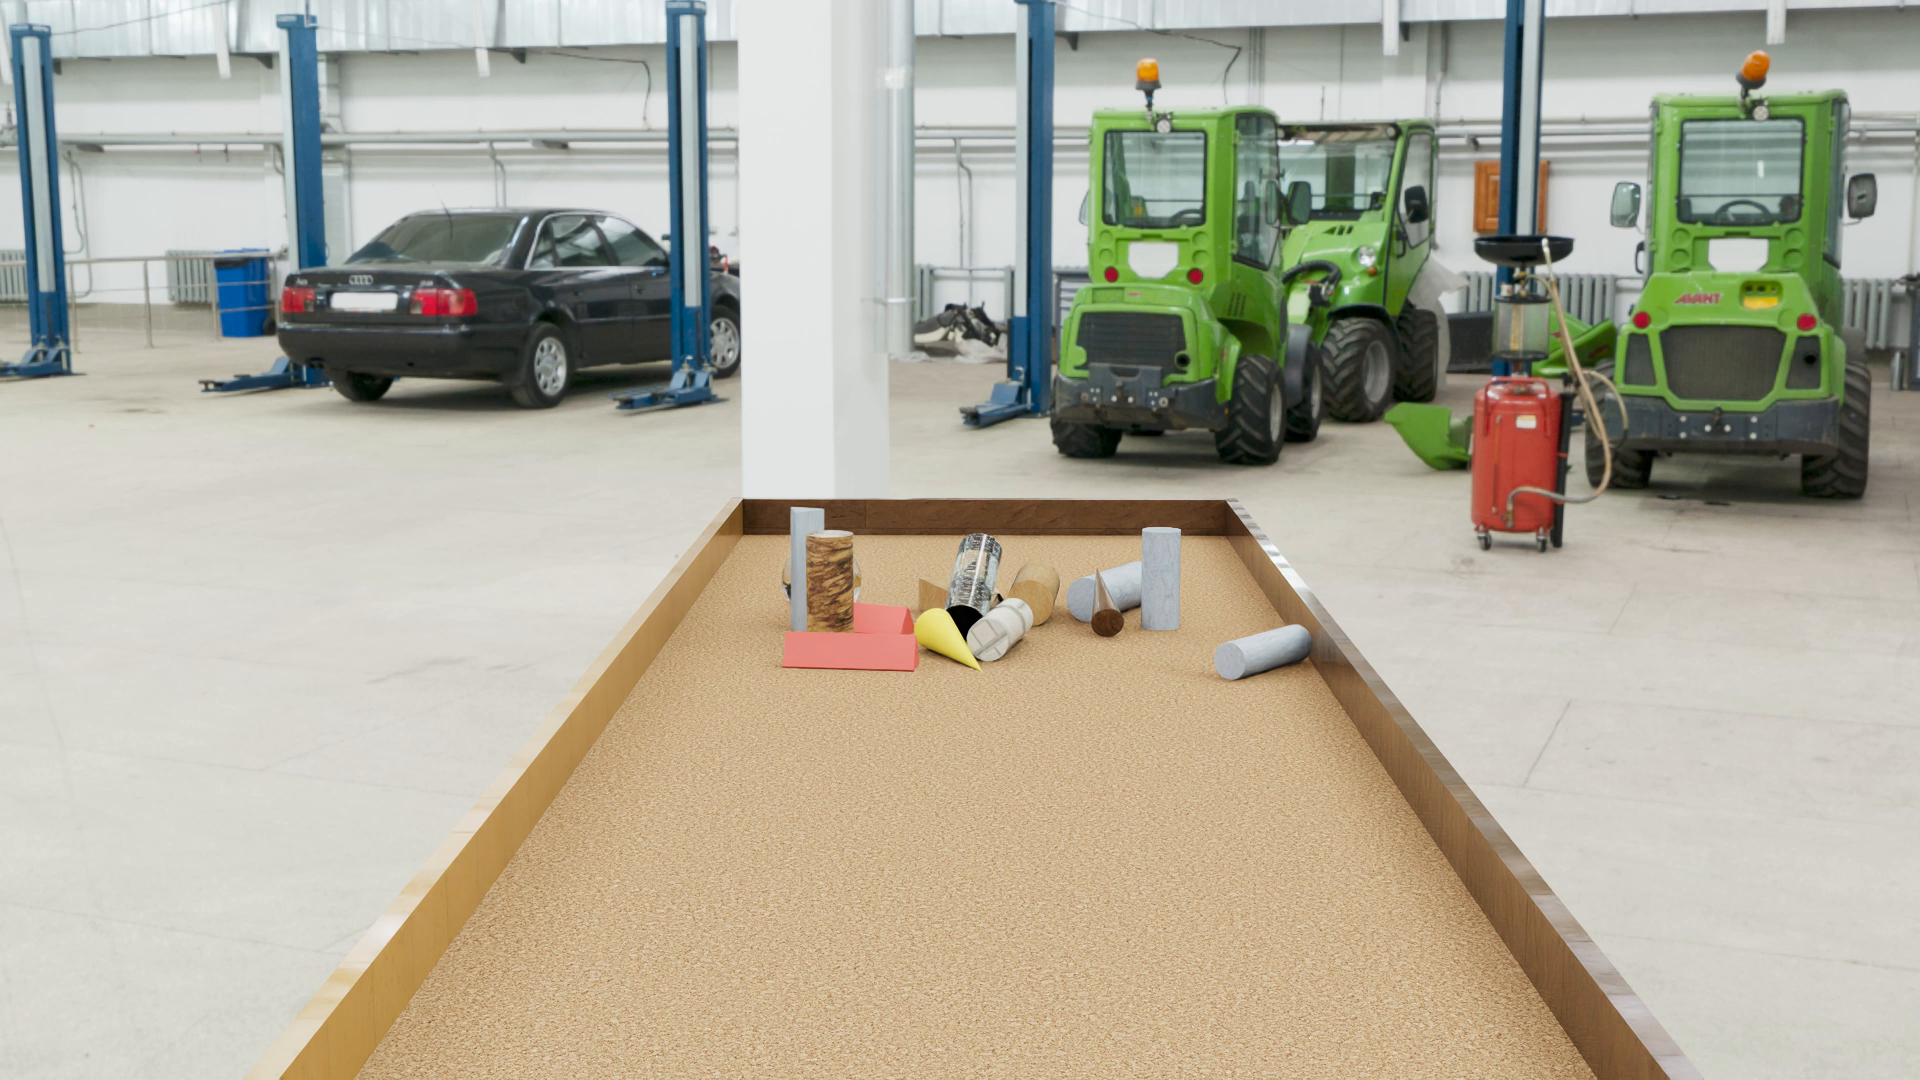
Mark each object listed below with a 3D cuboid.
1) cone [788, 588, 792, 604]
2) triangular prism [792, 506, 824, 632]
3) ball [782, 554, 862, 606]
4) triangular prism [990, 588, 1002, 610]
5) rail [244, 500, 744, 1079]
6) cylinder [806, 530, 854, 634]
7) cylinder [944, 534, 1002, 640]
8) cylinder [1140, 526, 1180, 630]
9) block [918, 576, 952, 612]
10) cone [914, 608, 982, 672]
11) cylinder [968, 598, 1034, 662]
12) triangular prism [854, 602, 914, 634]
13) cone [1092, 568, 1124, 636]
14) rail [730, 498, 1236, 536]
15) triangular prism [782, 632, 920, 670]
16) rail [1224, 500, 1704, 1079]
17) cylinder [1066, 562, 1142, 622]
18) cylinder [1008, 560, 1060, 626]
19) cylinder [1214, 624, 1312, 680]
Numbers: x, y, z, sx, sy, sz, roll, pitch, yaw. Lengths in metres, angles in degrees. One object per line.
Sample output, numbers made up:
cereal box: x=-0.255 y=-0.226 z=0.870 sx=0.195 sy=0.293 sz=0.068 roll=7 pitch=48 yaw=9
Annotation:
cone: x=-0.558 y=0.185 z=7.659 sx=0.114 sy=0.114 sz=0.421 roll=-2 pitch=1 yaw=-9
triangular prism: x=-0.520 y=0.092 z=7.168 sx=0.115 sy=0.392 sz=0.099 roll=-8 pitch=13 yaw=-41
ball: x=-0.462 y=0.132 z=7.327 sx=0.266 sy=0.266 sz=0.266 roll=0 pitch=9 yaw=0
triangular prism: x=0.105 y=0.190 z=7.517 sx=0.101 sy=0.087 sz=0.377 roll=-1 pitch=9 yaw=-7
rail: x=-1.004 y=0.839 z=3.234 sx=0.050 sy=0.150 sz=12.000 roll=0 pitch=9 yaw=1
cylinder: x=-0.409 y=0.153 z=6.924 sx=0.150 sy=0.350 sz=0.150 roll=0 pitch=9 yaw=0
cylinder: x=0.039 y=0.149 z=7.101 sx=0.143 sy=0.143 sz=0.382 roll=2 pitch=37 yaw=10
cylinder: x=0.657 y=0.126 z=7.191 sx=0.126 sy=0.321 sz=0.126 roll=0 pitch=9 yaw=0
block: x=-0.023 y=0.206 z=7.360 sx=0.109 sy=0.109 sz=0.370 roll=-3 pitch=10 yaw=-21
cone: x=-0.008 y=0.333 z=6.696 sx=0.132 sy=0.132 sz=0.373 roll=-4 pitch=20 yaw=-24
cylinder: x=0.127 y=0.277 z=6.850 sx=0.129 sy=0.129 sz=0.365 roll=2 pitch=9 yaw=14
triangular prism: x=-0.302 y=0.249 z=7.138 sx=0.303 sy=0.089 sz=0.103 roll=5 pitch=10 yaw=27
cone: x=0.463 y=0.177 z=7.170 sx=0.106 sy=0.106 sz=0.343 roll=0 pitch=31 yaw=-3
rail: x=0.099 y=-0.098 z=9.147 sx=2.100 sy=0.150 sz=0.050 roll=0 pitch=9 yaw=1
triangular prism: x=-0.327 y=0.328 z=6.610 sx=0.397 sy=0.098 sz=0.113 roll=1 pitch=9 yaw=7
rail: x=1.046 y=0.843 z=3.208 sx=0.050 sy=0.150 sz=12.000 roll=0 pitch=9 yaw=1
cylinder: x=0.517 y=0.173 z=7.444 sx=0.149 sy=0.149 sz=0.383 roll=5 pitch=10 yaw=31
cylinder: x=0.249 y=0.177 z=7.404 sx=0.154 sy=0.154 sz=0.396 roll=1 pitch=9 yaw=6
cylinder: x=0.906 y=0.332 z=6.556 sx=0.111 sy=0.111 sz=0.359 roll=8 pitch=12 yaw=41
